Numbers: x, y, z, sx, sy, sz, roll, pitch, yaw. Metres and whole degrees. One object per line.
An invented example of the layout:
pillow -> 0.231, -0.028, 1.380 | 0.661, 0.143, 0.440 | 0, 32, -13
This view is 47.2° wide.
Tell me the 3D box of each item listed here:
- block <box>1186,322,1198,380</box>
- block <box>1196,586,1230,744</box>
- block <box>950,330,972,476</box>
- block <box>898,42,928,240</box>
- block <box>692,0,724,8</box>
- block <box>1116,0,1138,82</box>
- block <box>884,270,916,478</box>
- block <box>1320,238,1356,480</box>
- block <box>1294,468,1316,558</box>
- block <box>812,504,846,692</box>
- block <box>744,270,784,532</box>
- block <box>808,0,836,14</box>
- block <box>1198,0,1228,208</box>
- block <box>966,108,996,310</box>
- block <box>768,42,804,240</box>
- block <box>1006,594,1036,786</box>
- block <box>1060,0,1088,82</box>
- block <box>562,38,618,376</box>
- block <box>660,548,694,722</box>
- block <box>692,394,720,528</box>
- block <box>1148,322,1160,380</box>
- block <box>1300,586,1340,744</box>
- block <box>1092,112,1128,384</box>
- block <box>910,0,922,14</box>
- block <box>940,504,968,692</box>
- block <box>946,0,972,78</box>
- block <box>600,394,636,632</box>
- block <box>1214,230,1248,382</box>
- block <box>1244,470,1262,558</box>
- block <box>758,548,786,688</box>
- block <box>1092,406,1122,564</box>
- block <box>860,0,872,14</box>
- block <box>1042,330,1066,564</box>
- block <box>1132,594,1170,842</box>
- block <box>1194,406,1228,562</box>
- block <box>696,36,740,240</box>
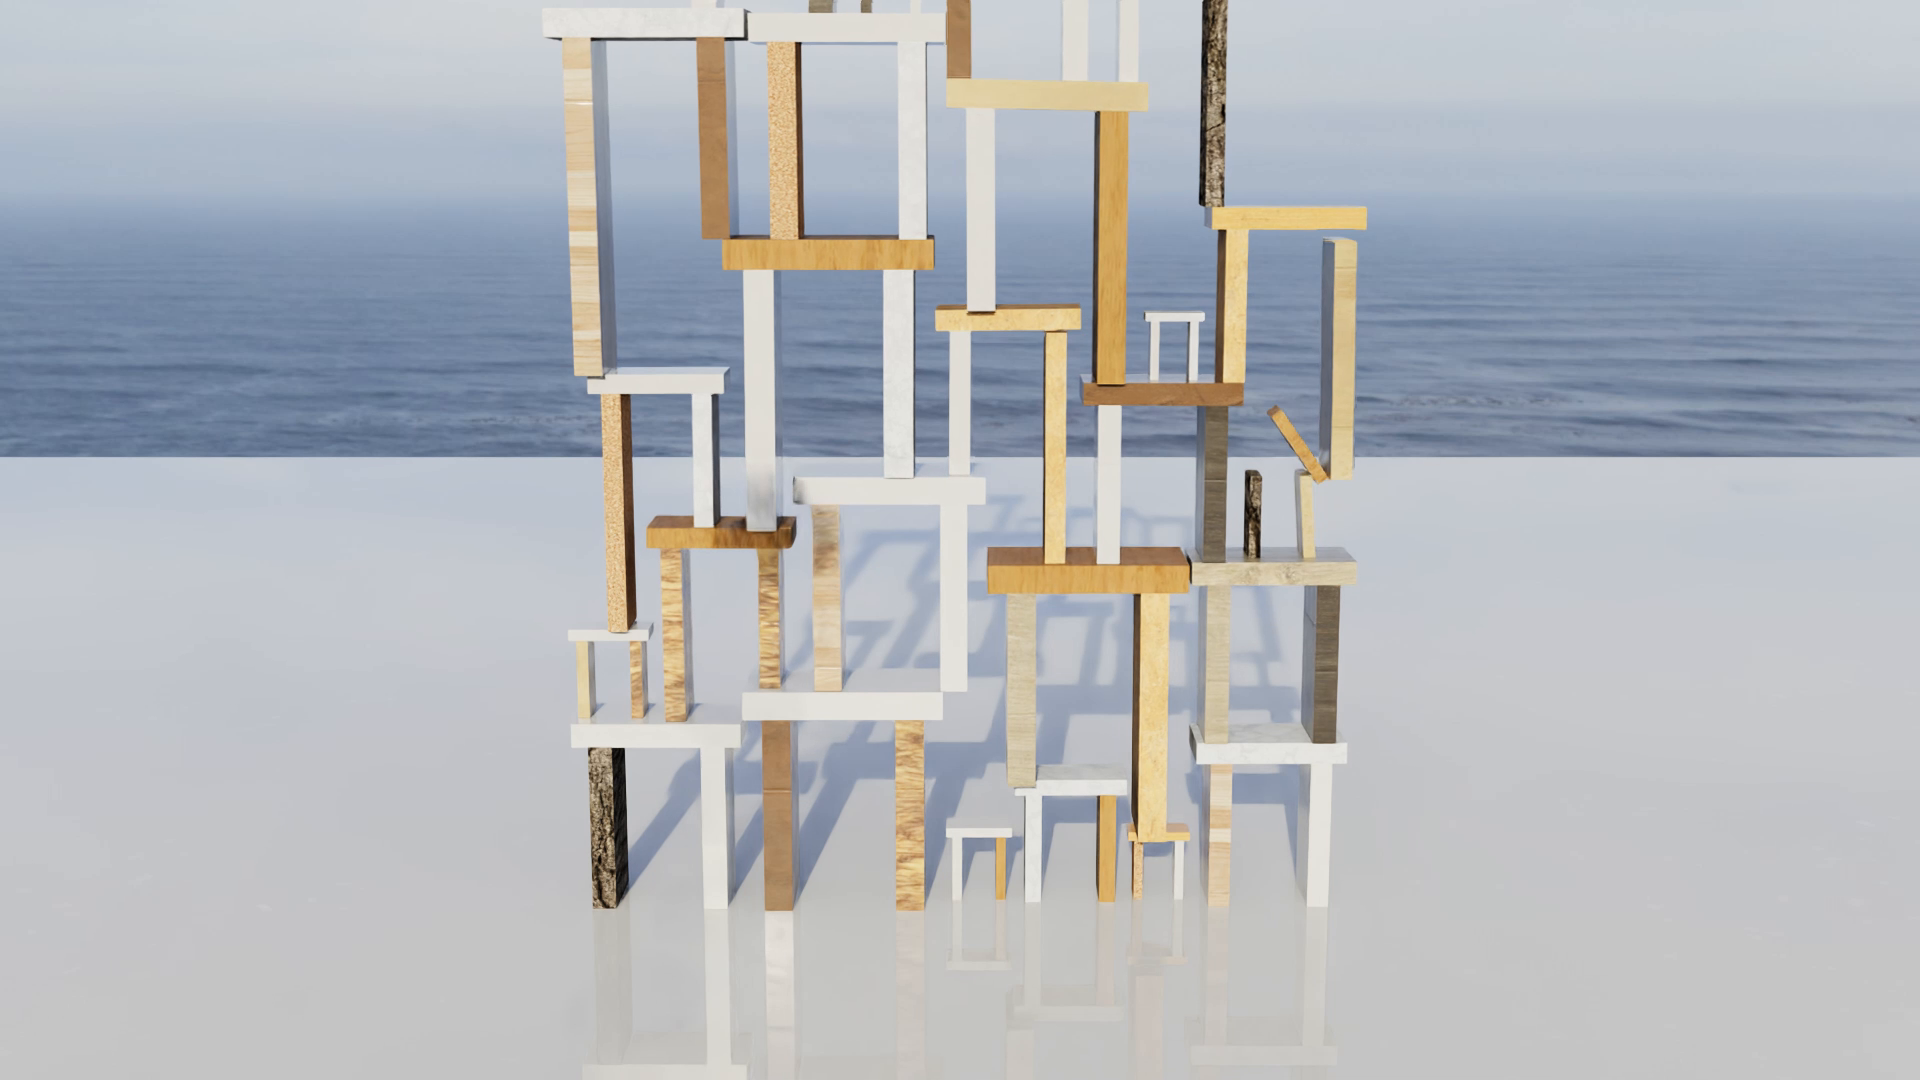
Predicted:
block -> 0.370, -0.303, 3.499 | 0.013, 0.093, 0.046 | 0, 11, 0
block -> 0.414, 0.189, 3.593 | 0.037, 0.262, 0.131 | 0, 11, 0
block -> 0.002, -0.225, 3.512 | 0.032, 0.227, 0.113 | 1, 11, 2
block -> -0.073, -0.624, 3.440 | 0.042, 0.298, 0.149 | 0, 11, 0
block -> -0.391, -0.951, 3.387 | 0.037, 0.263, 0.131 | 0, 11, 0
block -> 0.259, -0.812, 3.405 | 0.029, 0.203, 0.102 | 0, 11, 1
block -> -0.096, -0.272, 3.507 | 0.046, 0.326, 0.163 | 0, 10, 0
block -> 0.600, -0.290, 3.498 | 0.034, 0.373, 0.119 | -1, 11, 0
block -> 0.557, -0.043, 3.554 | 0.019, 0.133, 0.067 | -4, 11, 1
block -> -0.213, 0.080, 3.573 | 0.043, 0.304, 0.152 | 0, 11, 0
block -> -0.313, -0.231, 3.514 | 0.046, 0.410, 0.163 | 0, 11, 0
block -> -0.213, -0.946, 3.387 | 0.037, 0.271, 0.131 | 0, 11, 0
block -> 0.395, -0.719, 3.423 | 0.029, 0.392, 0.102 | 0, 11, 0
block -> 0.033, -0.520, 3.456 | 0.044, 0.308, 0.154 | 0, 10, 0
block -> -0.272, -0.624, 3.439 | 0.042, 0.298, 0.149 | 0, 11, 0
block -> 0.099, 0.227, 3.605 | 0.045, 0.320, 0.160 | 0, 10, 0
block -> 0.176, -0.844, 3.395 | 0.038, 0.266, 0.133 | 0, 10, 1
block -> -0.582, -0.524, 3.466 | 0.043, 0.517, 0.153 | 0, 11, 0
block -> -0.461, 0.143, 3.586 | 0.033, 0.286, 0.115 | 0, 11, 0
block -> -0.407, -0.135, 3.535 | 0.030, 0.214, 0.107 | 0, 11, 0
block -> 0.308, -0.303, 3.499 | 0.013, 0.093, 0.046 | 0, 11, 0
block -> 0.588, 0.189, 3.592 | 0.037, 0.262, 0.131 | 0, 11, 0
block -> 0.236, -0.462, 3.466 | 0.044, 0.418, 0.154 | 0, 11, 0
block -> -0.068, -0.869, 3.398 | 0.016, 0.114, 0.057 | 0, 11, 0
block -> -0.010, 0.080, 3.574 | 0.043, 0.304, 0.152 | 0, 10, 0
block -> -0.002, -0.848, 3.395 | 0.038, 0.266, 0.133 | 0, 10, 1
block -> -0.550, -0.051, 3.552 | 0.030, 0.385, 0.107 | 0, 11, 0
block -> 0.430, -0.375, 3.485 | 0.034, 0.238, 0.119 | 0, 11, 0
block -> 0.473, -0.043, 3.554 | 0.019, 0.133, 0.067 | 0, 11, 0
block -> -0.307, 0.116, 3.580 | 0.033, 0.230, 0.115 | 0, 11, 0
block -> 0.236, -0.098, 3.537 | 0.036, 0.254, 0.126 | 0, 11, 0
block -> -0.145, -0.869, 3.398 | 0.016, 0.114, 0.057 | 0, 11, 0
block -> 0.152, -0.153, 3.527 | 0.032, 0.368, 0.113 | 0, 11, 1
block -> 0.312, 0.273, 3.613 | 0.045, 0.413, 0.160 | 0, 11, 0
block -> 0.404, -0.099, 3.536 | 0.036, 0.251, 0.126 | 0, 11, 0
block -> -0.379, -0.629, 3.447 | 0.043, 0.305, 0.153 | 0, 11, 0
